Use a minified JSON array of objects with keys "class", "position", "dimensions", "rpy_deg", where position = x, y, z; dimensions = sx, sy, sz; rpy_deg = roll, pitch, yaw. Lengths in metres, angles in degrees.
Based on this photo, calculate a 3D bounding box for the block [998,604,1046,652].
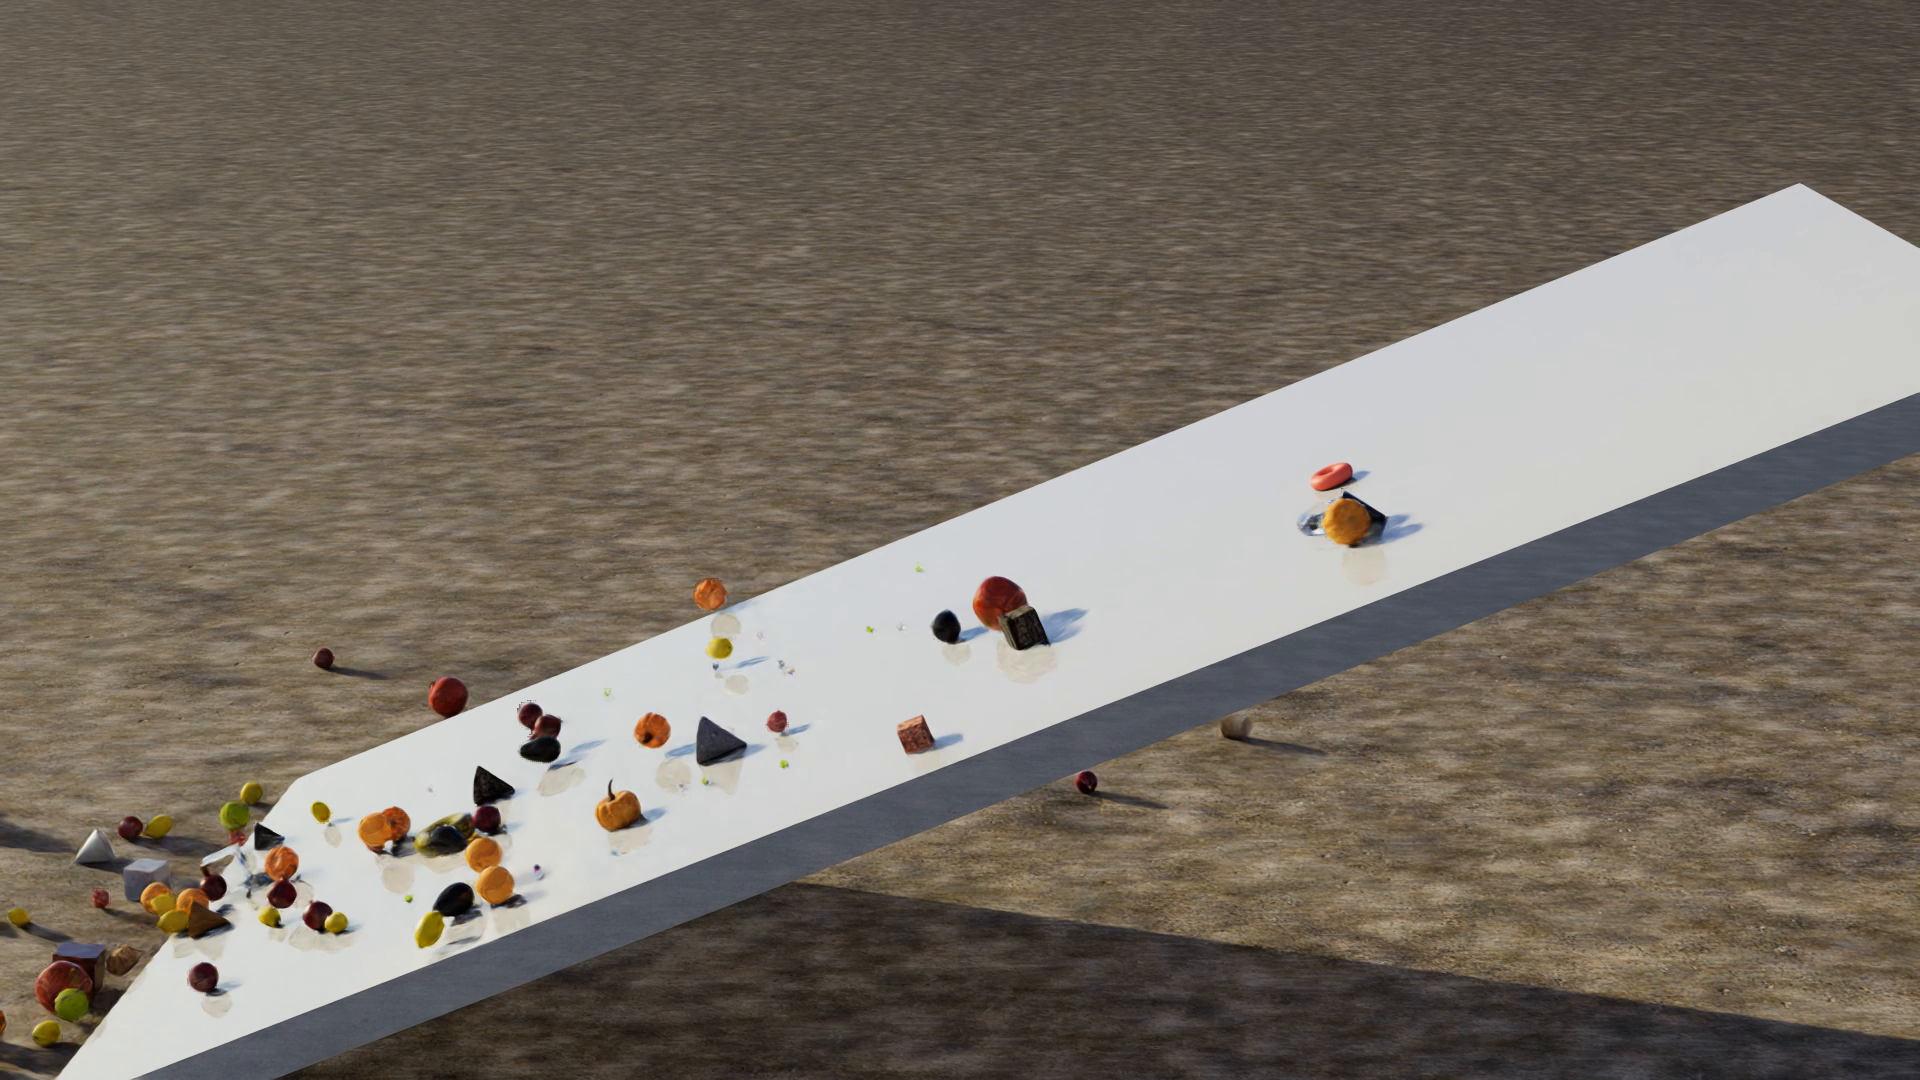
[{"class":"block","position":[0.124,0.175,5.890],"dimensions":[0.065,0.065,0.065],"rpy_deg":[-26,12,-11]}]

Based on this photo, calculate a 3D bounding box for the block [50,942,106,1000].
[{"class":"block","position":[-1.915,0.934,6.388],"dimensions":[0.091,0.091,0.091],"rpy_deg":[6,10,-4]}]

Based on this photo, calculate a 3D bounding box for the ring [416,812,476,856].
[{"class":"ring","position":[-1.092,0.624,6.245],"dimensions":[0.140,0.047,0.140],"rpy_deg":[-24,12,6]}]

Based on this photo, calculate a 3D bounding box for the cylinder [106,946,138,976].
[{"class":"cylinder","position":[-1.808,0.908,6.348],"dimensions":[0.050,0.050,0.050],"rpy_deg":[4,20,14]}]

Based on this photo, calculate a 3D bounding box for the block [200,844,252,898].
[{"class":"block","position":[-1.661,0.750,6.663],"dimensions":[0.082,0.082,0.082],"rpy_deg":[-24,12,-3]}]

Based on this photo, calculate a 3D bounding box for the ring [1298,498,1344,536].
[{"class":"ring","position":[0.722,-0.046,5.803],"dimensions":[0.119,0.040,0.119],"rpy_deg":[-23,13,6]}]

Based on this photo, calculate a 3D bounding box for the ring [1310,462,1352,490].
[{"class":"ring","position":[0.770,-0.132,6.098],"dimensions":[0.093,0.031,0.093],"rpy_deg":[-24,12,5]}]

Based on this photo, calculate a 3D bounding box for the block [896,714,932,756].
[{"class":"block","position":[-0.084,0.365,5.500],"dimensions":[0.050,0.050,0.050],"rpy_deg":[-22,12,7]}]

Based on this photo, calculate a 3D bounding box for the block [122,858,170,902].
[{"class":"block","position":[-1.924,0.805,6.960],"dimensions":[0.076,0.076,0.076],"rpy_deg":[5,15,18]}]

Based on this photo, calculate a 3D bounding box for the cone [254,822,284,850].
[{"class":"cone","position":[-1.627,0.700,6.937],"dimensions":[0.065,0.065,0.065],"rpy_deg":[3,14,-5]}]

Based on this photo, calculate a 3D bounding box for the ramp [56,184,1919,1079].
[{"class":"ramp","position":[0.127,0.172,6.288],"dimensions":[4.000,0.100,2.000],"rpy_deg":[-22,12,8]}]

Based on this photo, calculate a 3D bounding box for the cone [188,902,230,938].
[{"class":"cone","position":[-1.625,0.825,6.384],"dimensions":[0.080,0.080,0.080],"rpy_deg":[3,14,-3]}]
